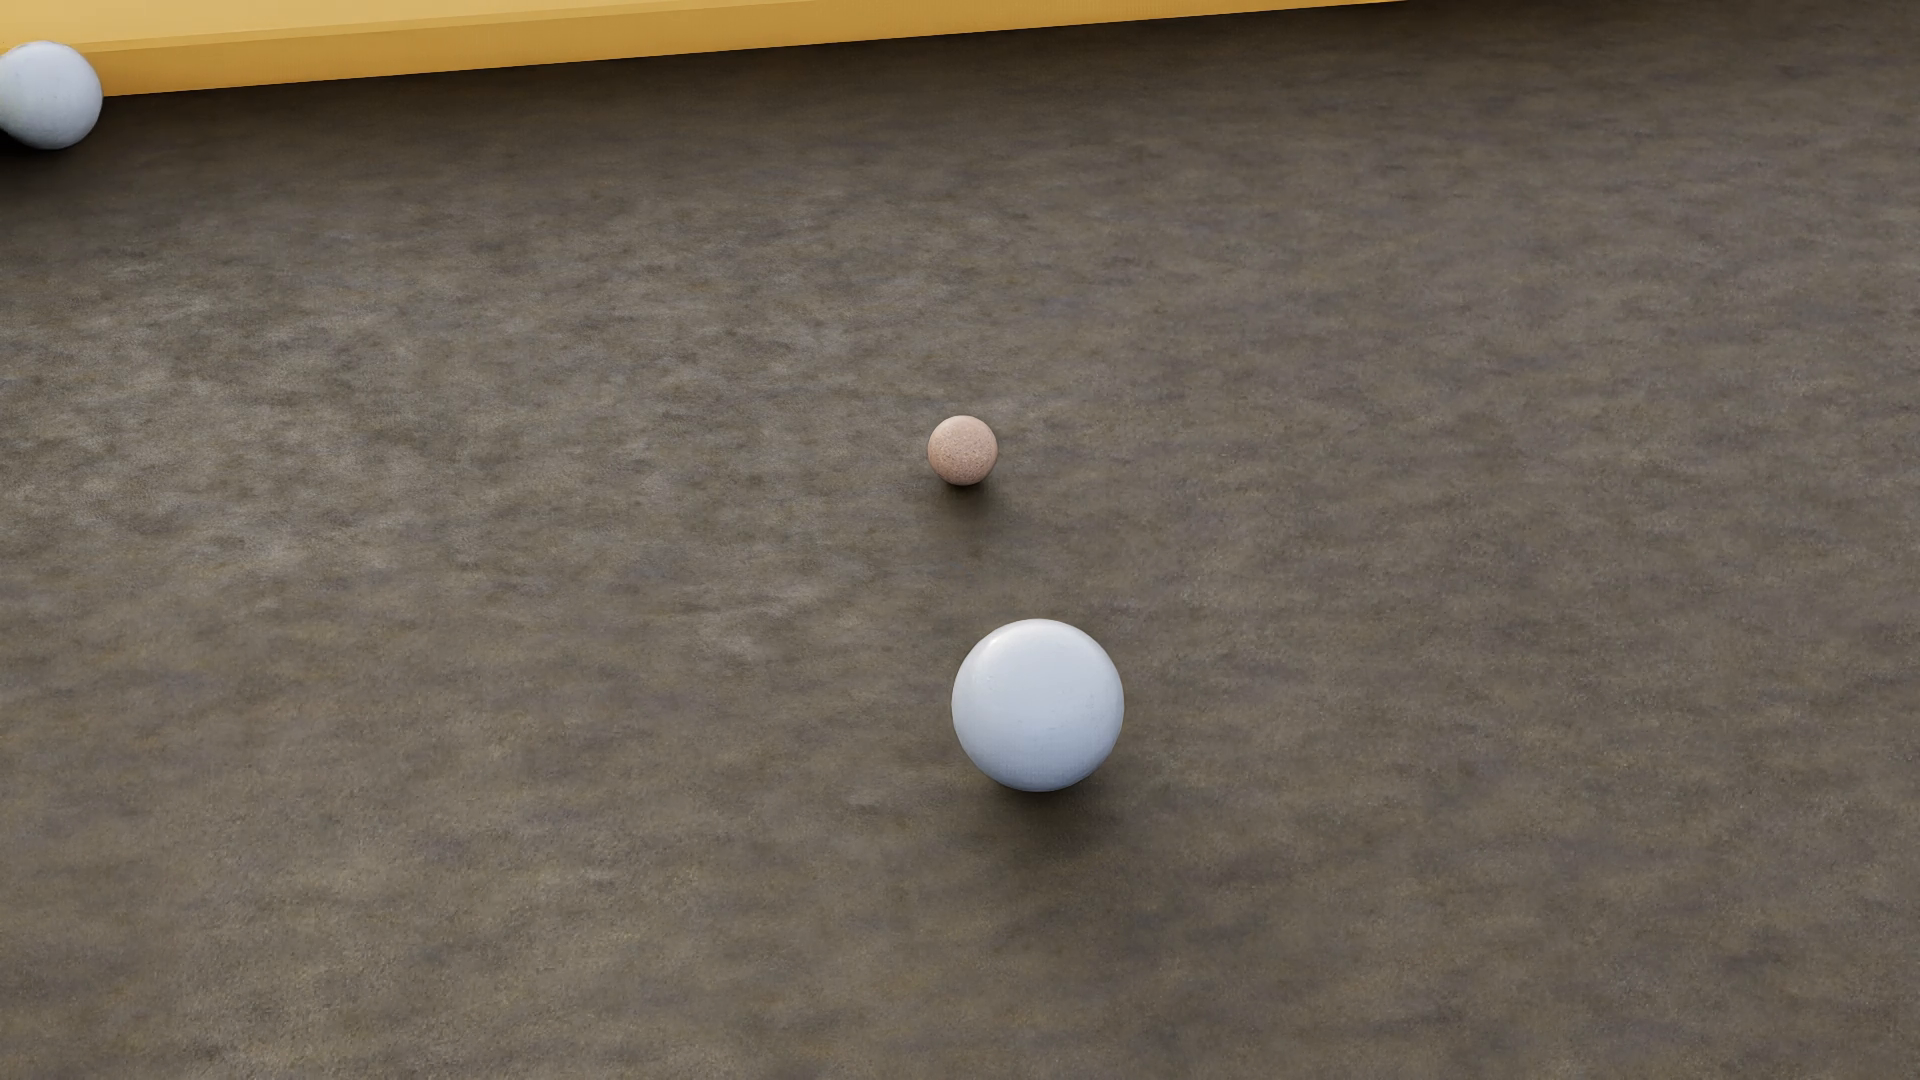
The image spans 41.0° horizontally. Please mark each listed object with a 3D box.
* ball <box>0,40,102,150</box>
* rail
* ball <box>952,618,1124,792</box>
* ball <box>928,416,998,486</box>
[{"bbox_3d":[-0.751,-0.365,2.106,0.089,0.089,0.089,0,36,0],"label":"ball"},{"bbox_3d":[0.595,-0.557,2.335,2.965,0.129,0.045,-6,36,-8],"label":"rail"},{"bbox_3d":[0.044,0.094,1.463,0.099,0.099,0.099,0,36,0],"label":"ball"},{"bbox_3d":[0.002,-0.060,1.720,0.047,0.047,0.047,0,36,0],"label":"ball"}]
